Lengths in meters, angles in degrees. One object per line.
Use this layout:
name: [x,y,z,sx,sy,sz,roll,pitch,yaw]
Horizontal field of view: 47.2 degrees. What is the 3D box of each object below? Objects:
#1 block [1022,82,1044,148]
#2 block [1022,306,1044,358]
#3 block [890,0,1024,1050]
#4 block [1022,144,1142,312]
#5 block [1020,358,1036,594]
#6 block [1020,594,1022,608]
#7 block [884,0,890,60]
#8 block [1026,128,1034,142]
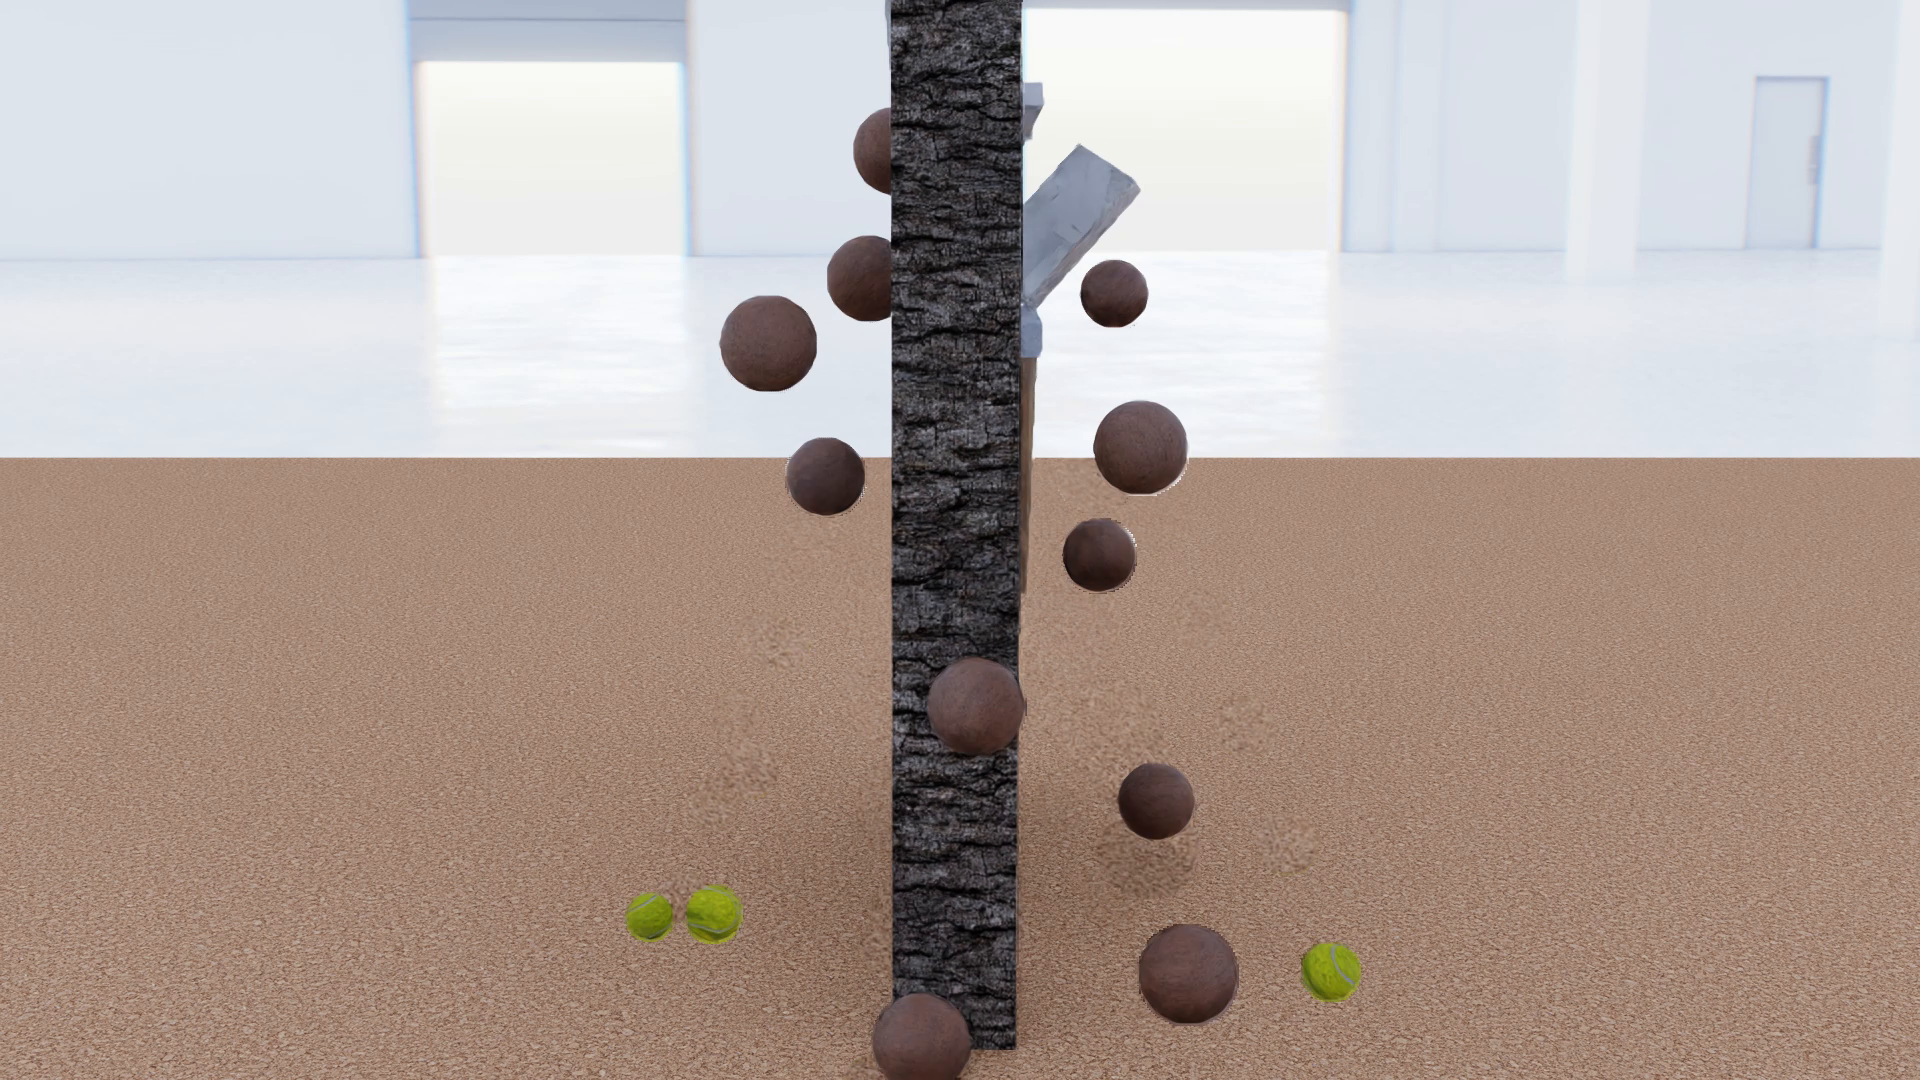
block: [0.037,-0.571,3.038,0.113,0.032,0.227,-2,-12,-10]
block: [0.028,-0.312,3.246,0.172,0.049,0.344,2,10,-1]
block: [-0.005,-0.084,2.953,0.170,1.586,0.048,1,8,5]
block: [0.141,-0.457,3.213,0.119,0.238,0.034,40,-4,33]
block: [0.017,-0.099,3.174,0.172,0.344,0.049,2,13,1]
block: [0.016,-0.084,3.416,0.172,0.461,0.049,2,11,-1]
block: [-0.020,-0.742,3.117,0.170,0.340,0.048,-5,-4,1]
block: [0.029,-0.609,3.290,0.119,0.034,0.238,-2,8,-9]
